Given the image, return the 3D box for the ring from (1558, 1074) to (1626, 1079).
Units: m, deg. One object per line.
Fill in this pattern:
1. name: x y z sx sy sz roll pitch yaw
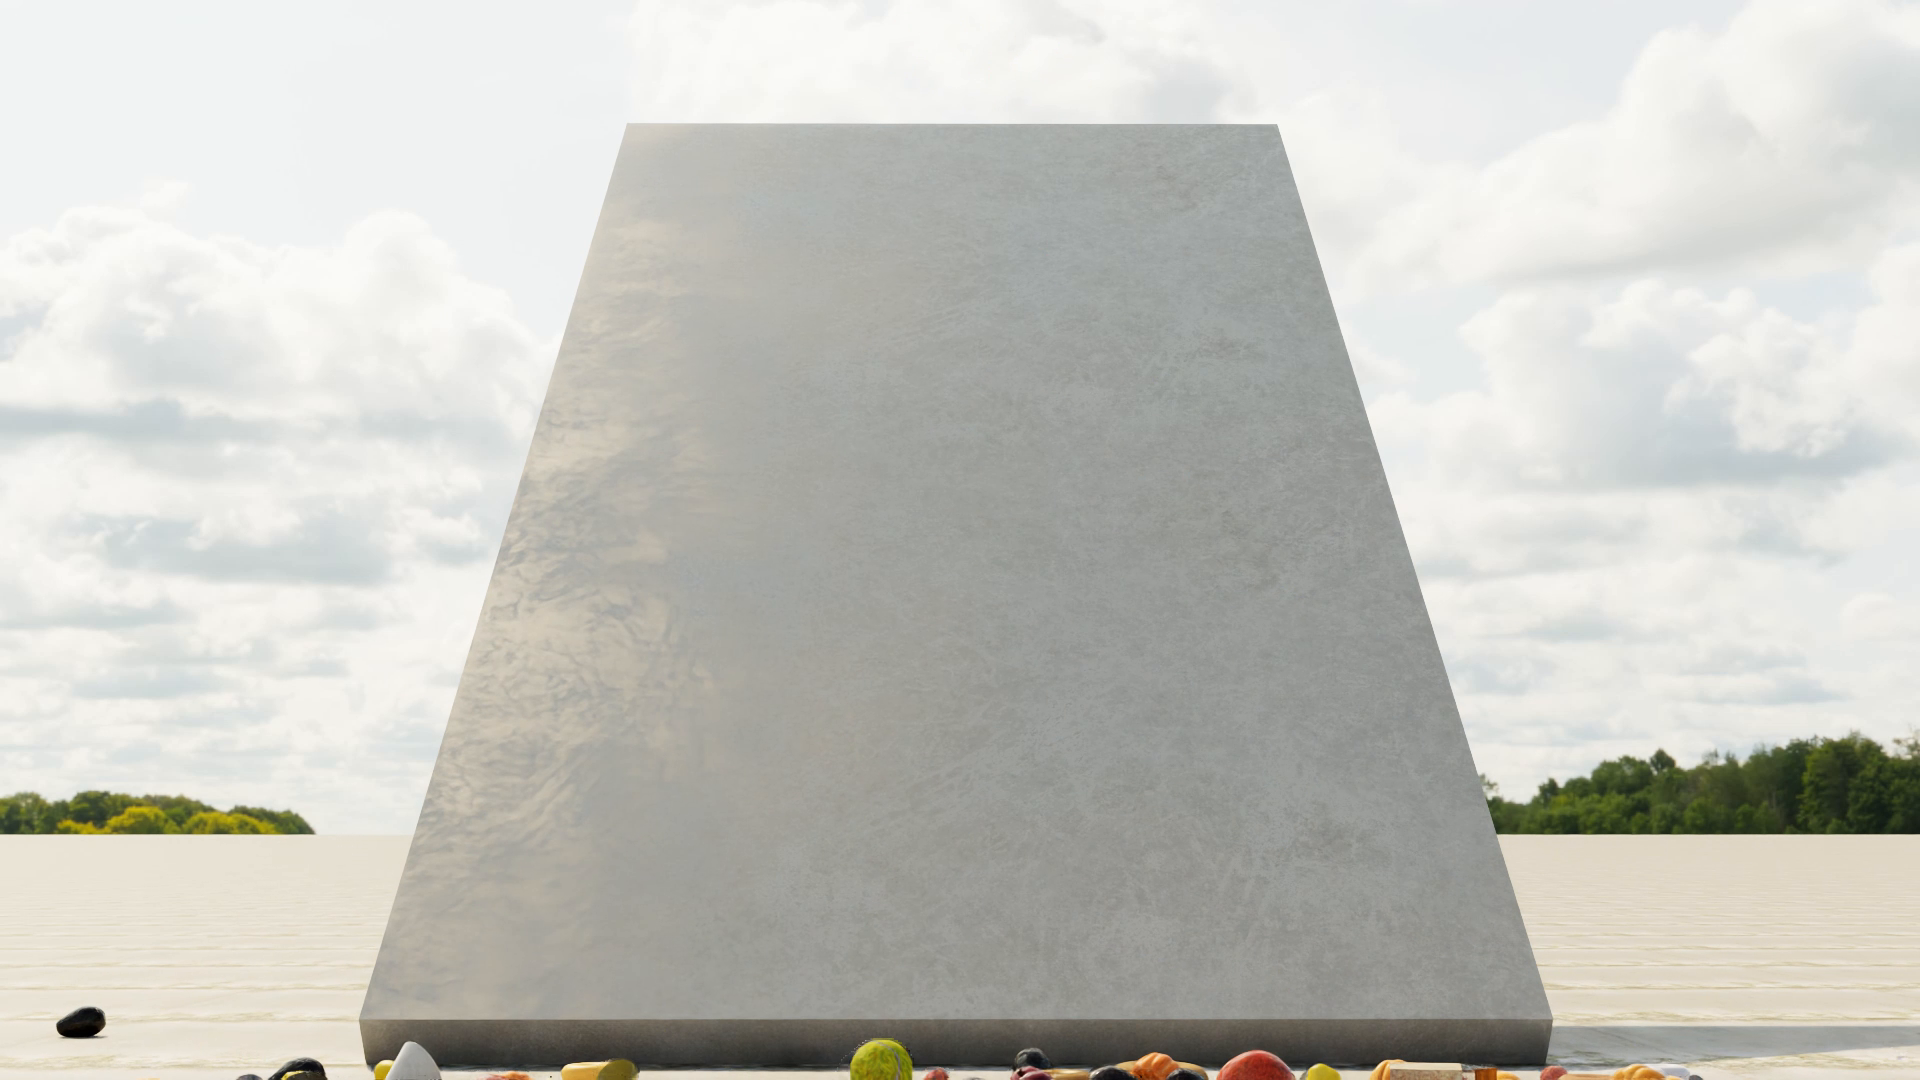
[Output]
1. ring: 0.926 0.801 3.559 0.111 0.037 0.111 1 -8 0

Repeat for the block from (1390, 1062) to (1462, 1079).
1. block: 0.601 0.725 3.143 0.091 0.091 0.091 -1 -7 10

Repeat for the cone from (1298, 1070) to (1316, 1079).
1. cone: 0.476 0.752 3.162 0.094 0.094 0.094 27 -8 -1

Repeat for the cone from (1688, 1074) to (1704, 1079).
1. cone: 0.944 0.757 3.191 0.085 0.085 0.085 -37 -27 31

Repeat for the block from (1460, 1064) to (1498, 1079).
1. block: 0.671 0.750 3.288 0.076 0.076 0.076 5 -8 -37

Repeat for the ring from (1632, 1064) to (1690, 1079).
1. ring: 1.093 0.834 3.802 0.089 0.030 0.089 1 -8 0

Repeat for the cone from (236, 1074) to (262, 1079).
1. cone: -0.925 0.761 3.220 0.083 0.083 0.083 -3 -34 26

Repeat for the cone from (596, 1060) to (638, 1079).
1. cone: -0.490 0.804 3.548 0.066 0.066 0.066 4 19 -29

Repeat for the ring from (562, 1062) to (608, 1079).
1. ring: -0.581 0.836 3.821 0.088 0.029 0.088 -1 -8 0

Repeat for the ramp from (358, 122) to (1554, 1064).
1. ramp: -0.014 -0.197 5.811 2.000 0.100 4.000 0 31 0

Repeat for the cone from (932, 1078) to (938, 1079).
1. cone: -0.035 0.753 3.151 0.085 0.085 0.085 1 -33 -5

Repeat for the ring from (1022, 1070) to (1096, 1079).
1. ring: 0.145 0.806 3.601 0.117 0.039 0.117 -1 -7 0

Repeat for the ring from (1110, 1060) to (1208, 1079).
1. ring: 0.295 0.801 3.604 0.149 0.050 0.149 1 -6 0
